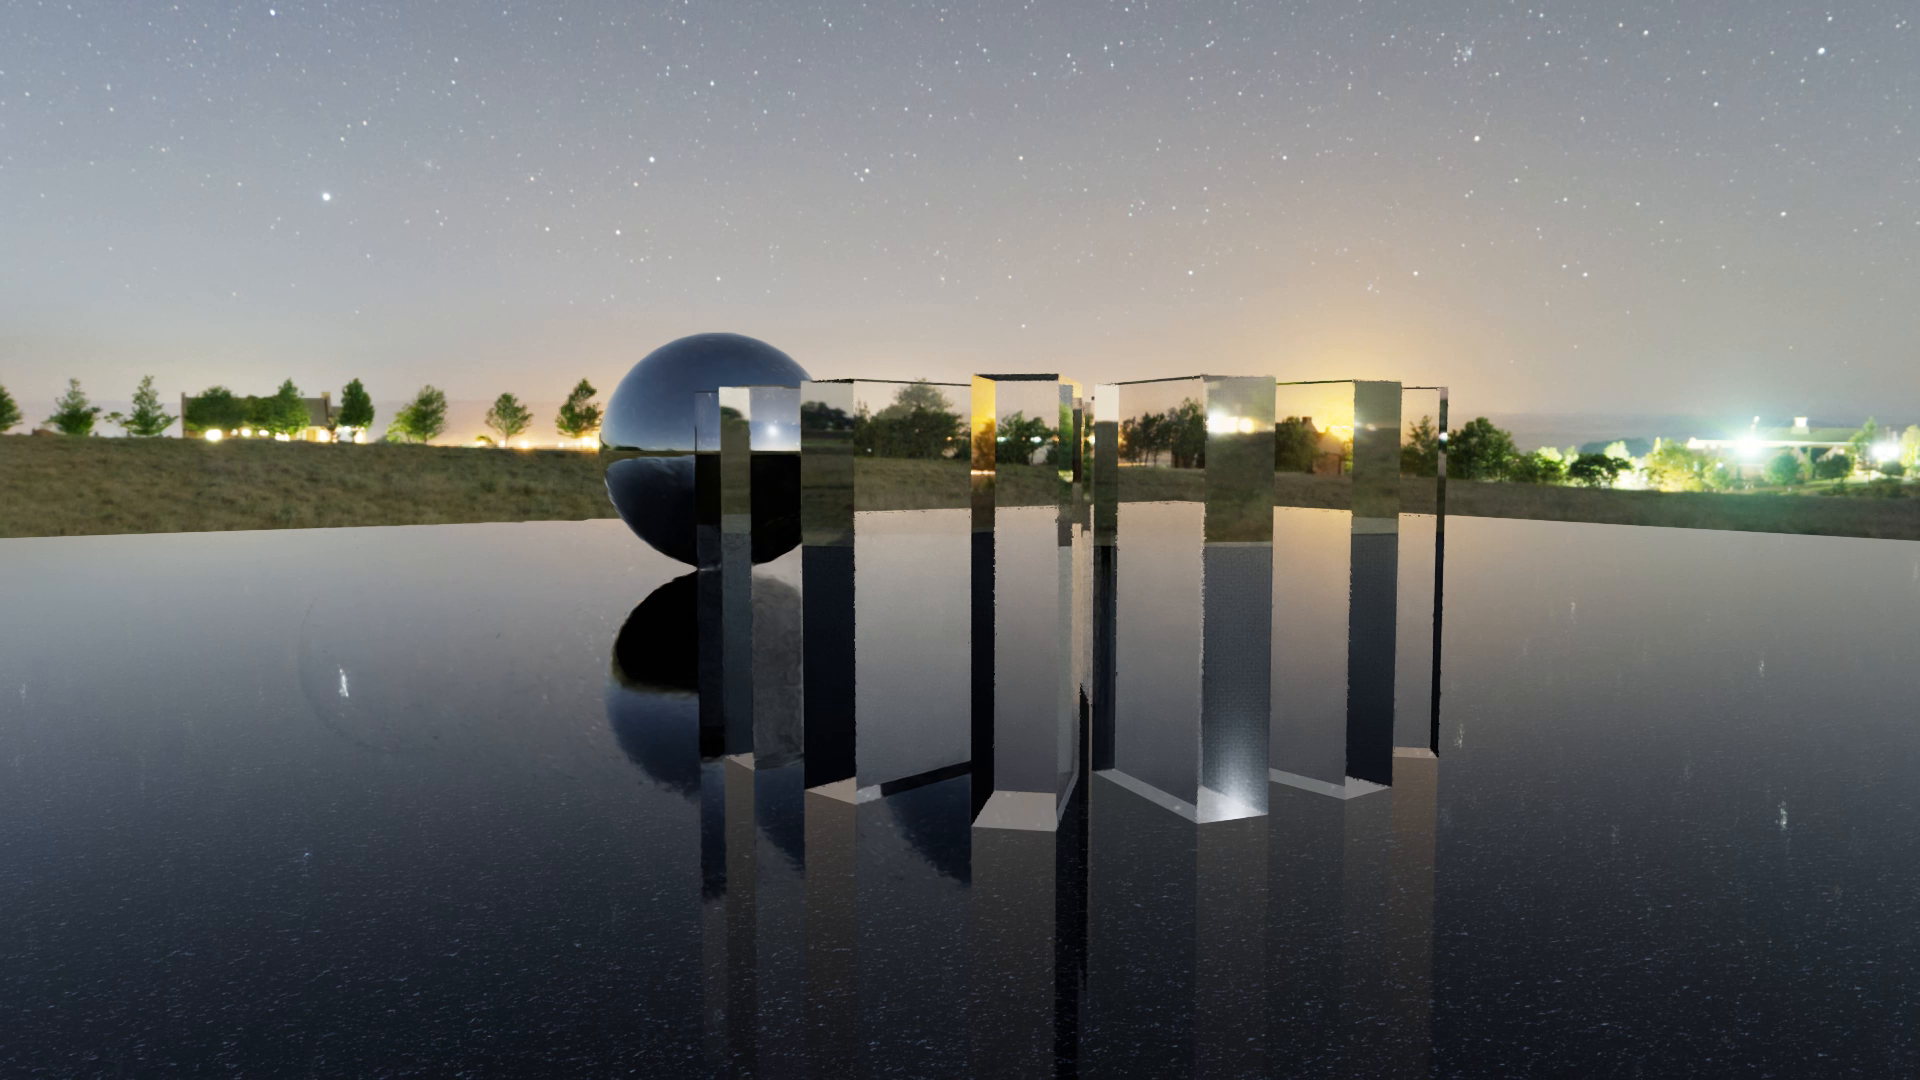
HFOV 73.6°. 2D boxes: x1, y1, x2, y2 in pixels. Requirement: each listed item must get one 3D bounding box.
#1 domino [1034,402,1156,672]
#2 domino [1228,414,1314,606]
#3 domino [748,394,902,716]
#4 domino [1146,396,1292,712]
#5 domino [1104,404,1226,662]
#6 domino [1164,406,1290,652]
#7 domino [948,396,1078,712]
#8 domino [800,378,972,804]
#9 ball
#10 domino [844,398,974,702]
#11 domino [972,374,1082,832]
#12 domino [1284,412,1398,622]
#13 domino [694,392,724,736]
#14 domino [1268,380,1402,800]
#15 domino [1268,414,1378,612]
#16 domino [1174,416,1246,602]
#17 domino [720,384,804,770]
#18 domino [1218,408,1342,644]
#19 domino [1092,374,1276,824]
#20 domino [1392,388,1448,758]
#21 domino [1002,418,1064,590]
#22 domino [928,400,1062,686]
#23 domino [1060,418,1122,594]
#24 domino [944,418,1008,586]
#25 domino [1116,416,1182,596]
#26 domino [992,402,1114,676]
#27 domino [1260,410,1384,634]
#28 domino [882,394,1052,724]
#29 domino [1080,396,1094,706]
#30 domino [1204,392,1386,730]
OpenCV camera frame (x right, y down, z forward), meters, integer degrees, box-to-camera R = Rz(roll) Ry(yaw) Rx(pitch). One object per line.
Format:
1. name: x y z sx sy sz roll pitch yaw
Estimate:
1. domino: 0.026 -0.001 0.251 0.010 0.050 0.025 -3 5 -34
2. domino: 0.084 -0.008 0.346 0.025 0.050 0.009 -4 6 -41
3. domino: -0.022 0.002 0.210 0.025 0.050 0.010 3 5 35
4. domino: 0.043 0.002 0.213 0.025 0.050 0.009 -4 6 -39
5. domino: 0.041 -0.002 0.261 0.010 0.050 0.025 -3 5 -35
6. domino: 0.056 -0.003 0.272 0.010 0.050 0.025 -3 5 -38
7. domino: 0.008 0.001 0.216 0.009 0.050 0.025 -3 5 -31
8. domino: -0.007 0.005 0.162 0.009 0.050 0.025 4 6 43
9. ball: -0.081 -0.030 0.435 0.080 0.080 0.080 0 4 0
10. domino: -0.009 0.001 0.223 0.009 0.050 0.025 -3 5 -39
11. domino: 0.008 0.006 0.152 0.010 0.050 0.025 1 4 11
12. domino: 0.093 -0.006 0.313 0.025 0.050 0.009 2 5 20
13. domino: -0.027 0.003 0.193 0.025 0.050 0.010 -1 4 -10
14. domino: 0.042 0.005 0.164 0.010 0.050 0.025 -3 5 -37
15. domino: 0.094 -0.007 0.331 0.025 0.050 0.010 -1 4 -17
16. domino: 0.070 -0.009 0.359 0.010 0.050 0.025 3 5 35
17. domino: -0.019 0.004 0.176 0.025 0.050 0.009 -3 5 -34
18. domino: 0.070 -0.004 0.284 0.010 0.050 0.025 -4 6 -41
19. domino: 0.026 0.006 0.155 0.010 0.050 0.025 -2 5 -22
20. domino: 0.053 0.004 0.179 0.025 0.050 0.010 1 4 10
21. domino: 0.022 -0.011 0.386 0.009 0.050 0.025 2 5 26
22. domino: 0.006 0.000 0.236 0.010 0.050 0.025 -4 6 -44
23. domino: 0.039 -0.011 0.377 0.010 0.050 0.025 2 5 27
24. domino: 0.005 -0.012 0.394 0.010 0.050 0.025 2 5 26
25. domino: 0.055 -0.010 0.368 0.010 0.050 0.025 3 5 31
26. domino: 0.017 -0.001 0.246 0.009 0.050 0.025 -3 5 -35
27. domino: 0.083 -0.005 0.297 0.025 0.050 0.010 3 6 39
28. domino: 0.001 0.003 0.199 0.025 0.050 0.010 1 4 7
29. domino: 0.026 0.001 0.219 0.009 0.050 0.025 0 4 1
30. domino: 0.051 0.003 0.197 0.025 0.050 0.009 -1 4 -18
